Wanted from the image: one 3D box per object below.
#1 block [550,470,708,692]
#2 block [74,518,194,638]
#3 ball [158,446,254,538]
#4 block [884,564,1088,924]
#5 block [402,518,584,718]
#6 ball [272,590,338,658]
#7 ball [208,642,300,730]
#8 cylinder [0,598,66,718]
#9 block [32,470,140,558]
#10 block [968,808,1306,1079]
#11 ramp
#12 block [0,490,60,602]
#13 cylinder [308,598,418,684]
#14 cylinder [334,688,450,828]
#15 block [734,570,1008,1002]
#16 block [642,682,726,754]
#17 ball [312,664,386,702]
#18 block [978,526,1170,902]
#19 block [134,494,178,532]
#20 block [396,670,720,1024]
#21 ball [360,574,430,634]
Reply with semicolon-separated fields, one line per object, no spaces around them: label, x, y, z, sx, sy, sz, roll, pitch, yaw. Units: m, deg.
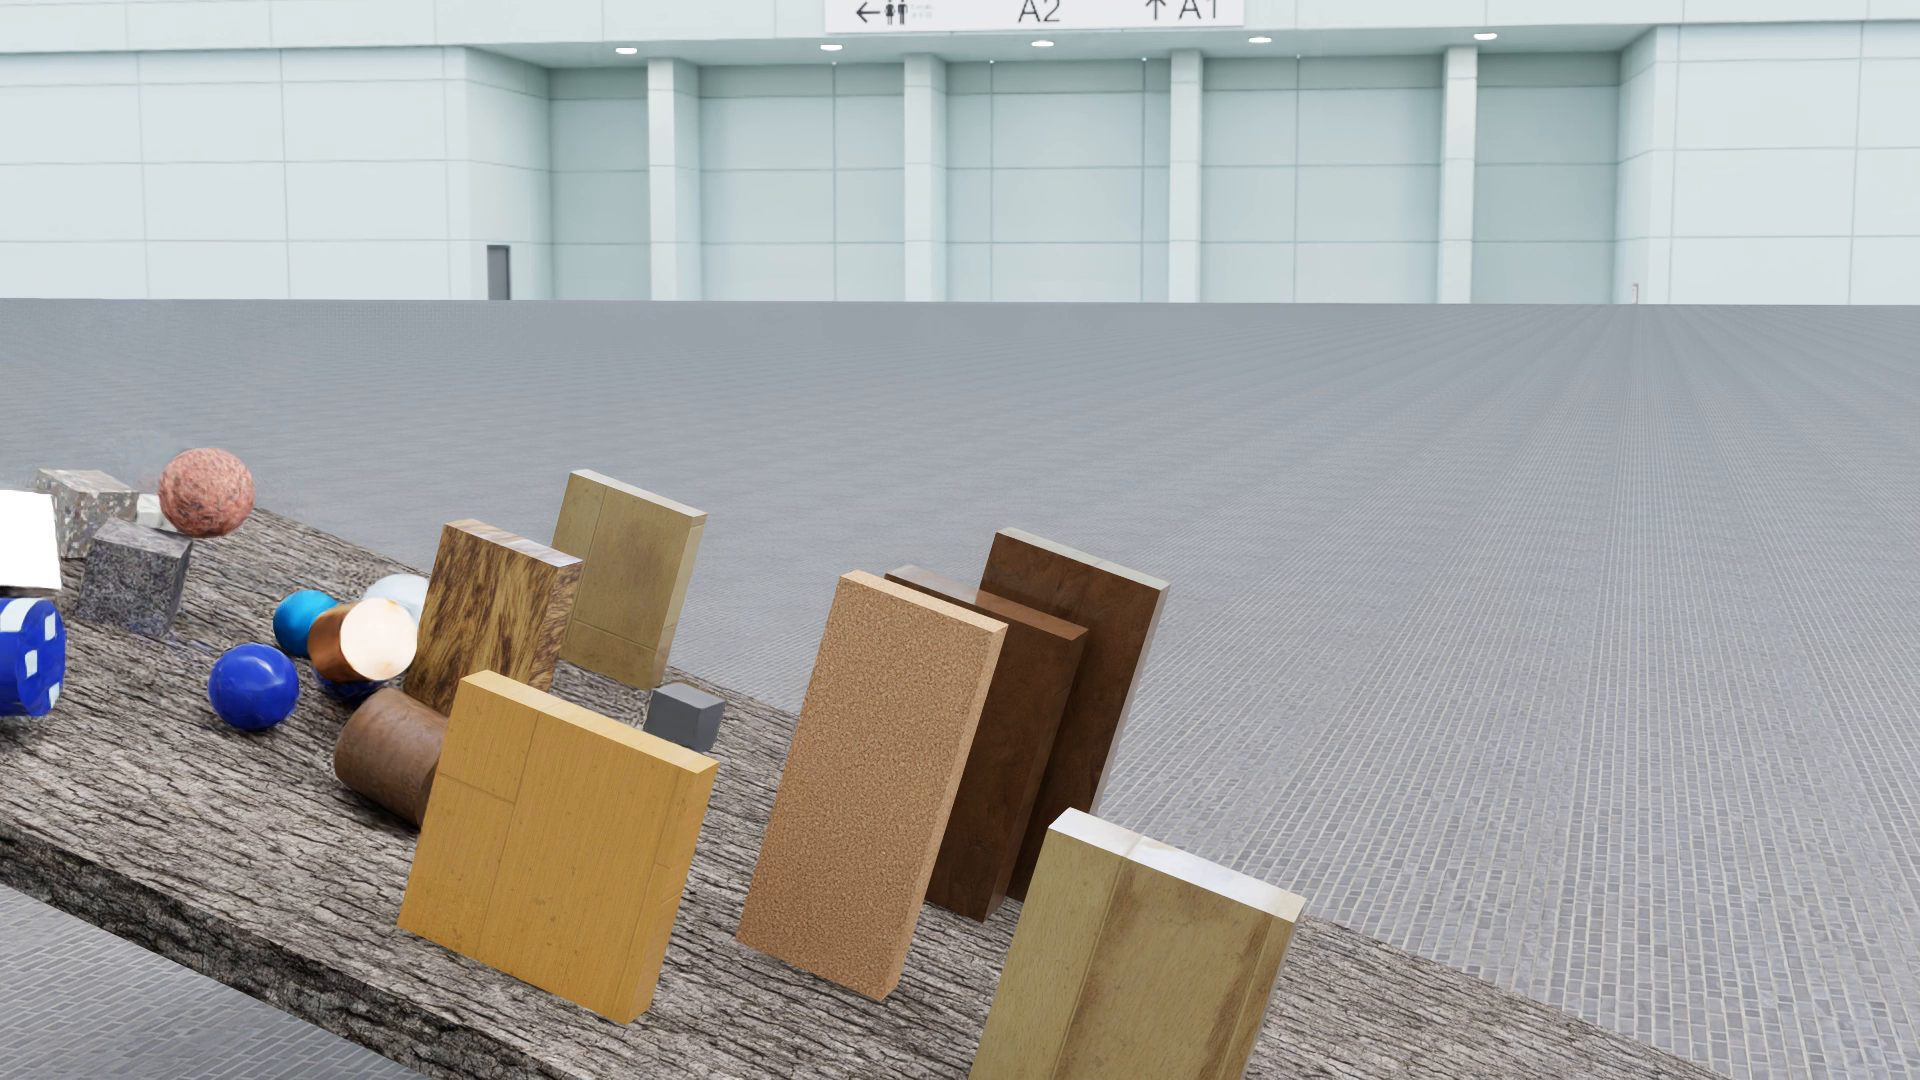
block;-0.803;0.092;5.133;0.322;0.430;0.083;20;12;14
block;-1.711;0.076;4.564;0.174;0.174;0.174;14;12;-13
ball;-1.600;-0.100;4.669;0.195;0.195;0.195;0;7;0
block;-0.030;0.400;4.365;0.392;0.597;0.141;20;12;14
block;-0.941;0.208;4.381;0.258;0.435;0.106;20;12;14
ball;-1.376;0.177;4.642;0.144;0.144;0.144;0;7;0
ball;-1.338;0.278;4.166;0.166;0.166;0.166;0;7;0
cylinder;-1.686;0.201;3.794;0.204;0.204;0.204;1;7;1
block;-1.956;-0.059;4.901;0.154;0.154;0.154;24;13;30
block;0.282;0.735;3.554;0.411;0.468;0.140;20;12;14
ramp;-0.365;0.698;4.231;4.000;0.100;2.000;20;12;14
block;-1.871;0.042;4.210;0.205;0.205;0.205;6;-33;-41
cylinder;-1.173;0.200;4.315;0.158;0.158;0.158;-6;-3;-40
cylinder;-0.993;0.398;3.986;0.195;0.195;0.195;26;16;21
block;-0.158;0.426;3.827;0.287;0.689;0.088;20;12;14
block;-0.603;0.392;4.788;0.117;0.117;0.117;20;12;17
ball;-1.236;0.253;4.464;0.151;0.151;0.151;0;7;0
block;0.149;0.368;4.488;0.353;0.708;0.103;20;12;14
block;-1.863;-0.033;5.005;0.110;0.110;0.110;27;15;32
block;-0.644;0.486;3.504;0.424;0.432;0.087;20;12;14
ball;-1.202;0.173;4.755;0.203;0.203;0.203;0;7;0
